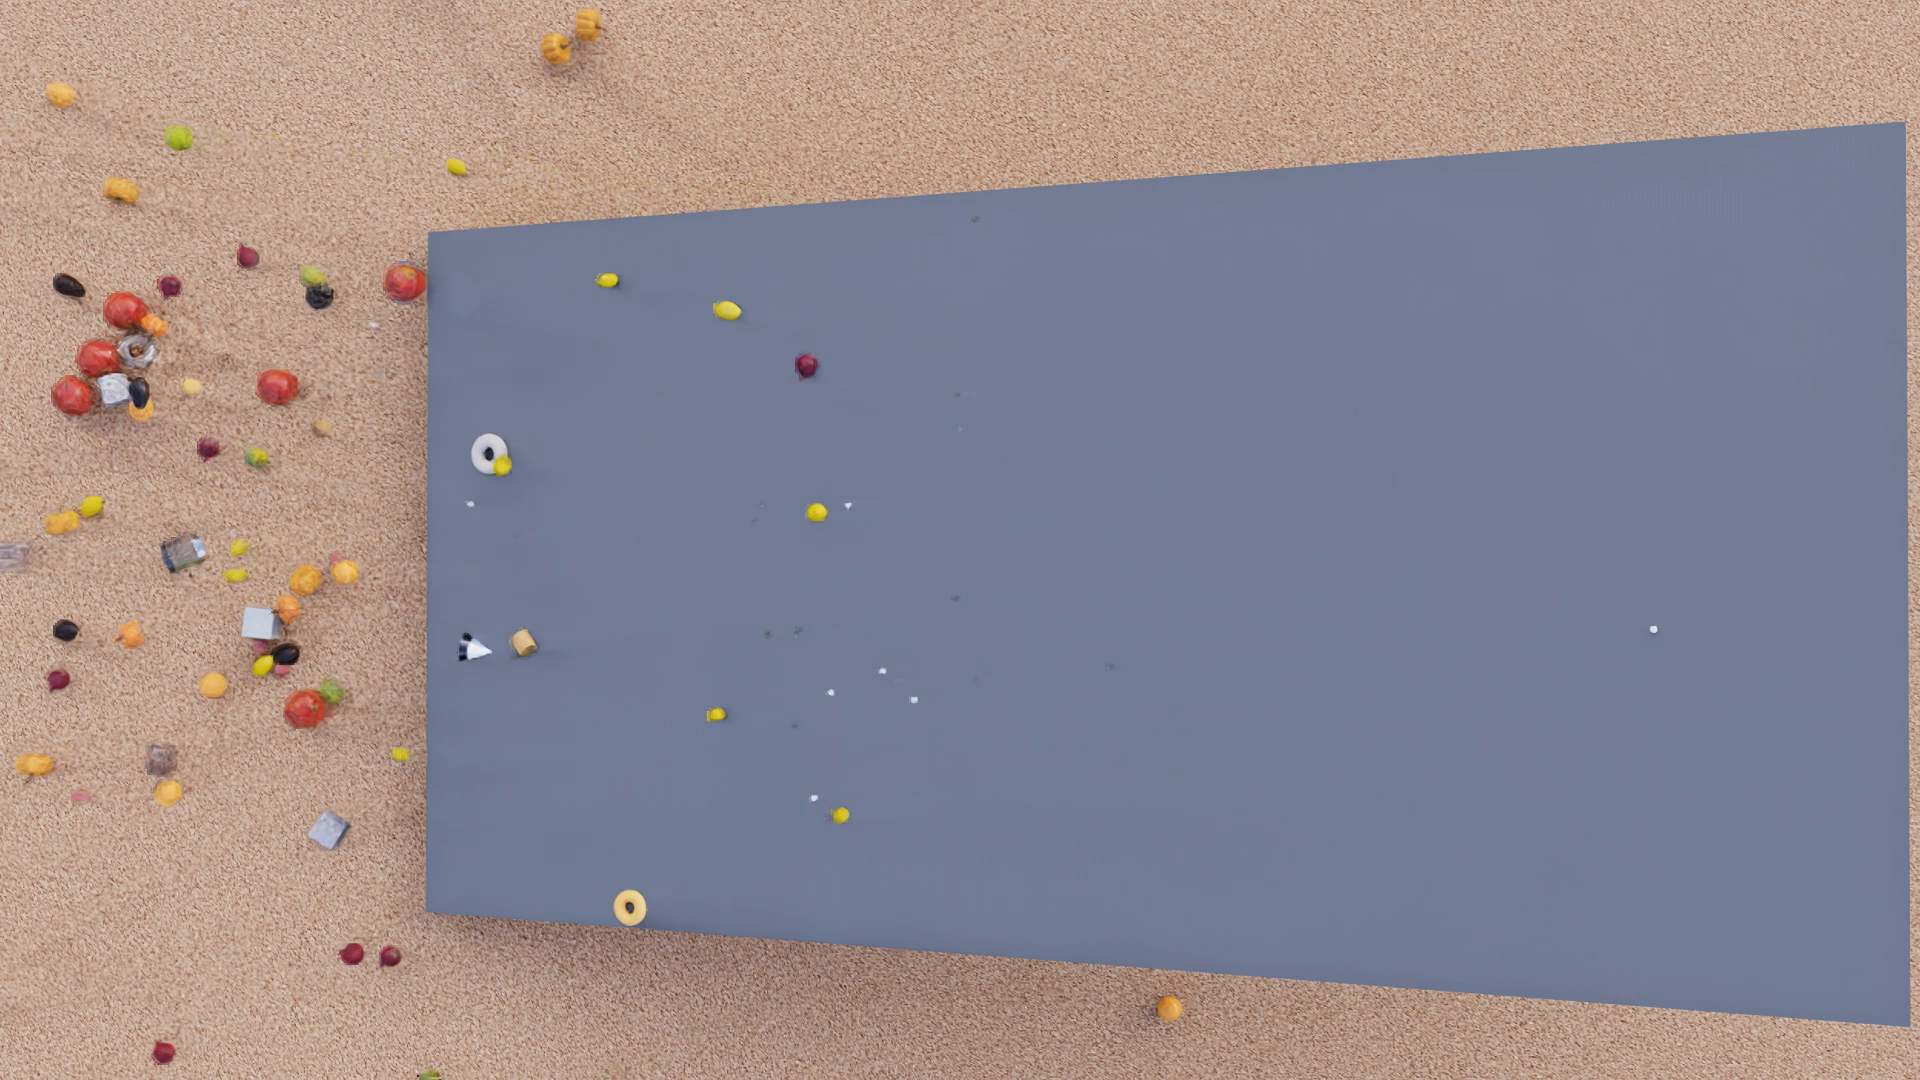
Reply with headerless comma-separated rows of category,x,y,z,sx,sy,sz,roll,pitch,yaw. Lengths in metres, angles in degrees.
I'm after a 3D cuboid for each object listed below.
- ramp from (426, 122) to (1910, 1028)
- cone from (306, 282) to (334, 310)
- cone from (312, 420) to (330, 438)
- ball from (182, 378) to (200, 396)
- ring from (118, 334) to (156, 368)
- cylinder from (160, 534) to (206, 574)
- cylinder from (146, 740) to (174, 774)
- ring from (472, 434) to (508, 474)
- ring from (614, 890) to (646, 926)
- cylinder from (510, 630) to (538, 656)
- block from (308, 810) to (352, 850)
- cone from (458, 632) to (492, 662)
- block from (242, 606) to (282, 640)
ramp,0.283,0.084,5.708,4.000,0.100,2.000,0,89,24
cone,-1.912,-0.731,6.528,0.083,0.083,0.083,0,89,0
cone,-1.906,-0.334,6.537,0.056,0.056,0.056,0,89,0
ball,-2.286,-0.456,6.540,0.051,0.051,0.051,0,89,0
ring,-2.443,-0.562,6.532,0.108,0.036,0.108,8,73,-27
cylinder,-2.300,0.040,6.514,0.093,0.093,0.093,-21,89,0
cylinder,-2.363,0.643,6.500,0.073,0.073,0.073,-21,56,0
ring,-1.361,-0.248,6.359,0.118,0.039,0.118,1,93,22
ring,-0.923,1.028,6.155,0.101,0.034,0.101,0,90,23
cylinder,-1.248,0.296,6.293,0.055,0.055,0.055,-37,72,0
block,-1.865,0.858,6.511,0.078,0.078,0.078,33,89,0
cone,-1.397,0.317,6.369,0.088,0.088,0.088,10,89,-3
block,-2.067,0.245,6.515,0.086,0.086,0.086,6,89,0
